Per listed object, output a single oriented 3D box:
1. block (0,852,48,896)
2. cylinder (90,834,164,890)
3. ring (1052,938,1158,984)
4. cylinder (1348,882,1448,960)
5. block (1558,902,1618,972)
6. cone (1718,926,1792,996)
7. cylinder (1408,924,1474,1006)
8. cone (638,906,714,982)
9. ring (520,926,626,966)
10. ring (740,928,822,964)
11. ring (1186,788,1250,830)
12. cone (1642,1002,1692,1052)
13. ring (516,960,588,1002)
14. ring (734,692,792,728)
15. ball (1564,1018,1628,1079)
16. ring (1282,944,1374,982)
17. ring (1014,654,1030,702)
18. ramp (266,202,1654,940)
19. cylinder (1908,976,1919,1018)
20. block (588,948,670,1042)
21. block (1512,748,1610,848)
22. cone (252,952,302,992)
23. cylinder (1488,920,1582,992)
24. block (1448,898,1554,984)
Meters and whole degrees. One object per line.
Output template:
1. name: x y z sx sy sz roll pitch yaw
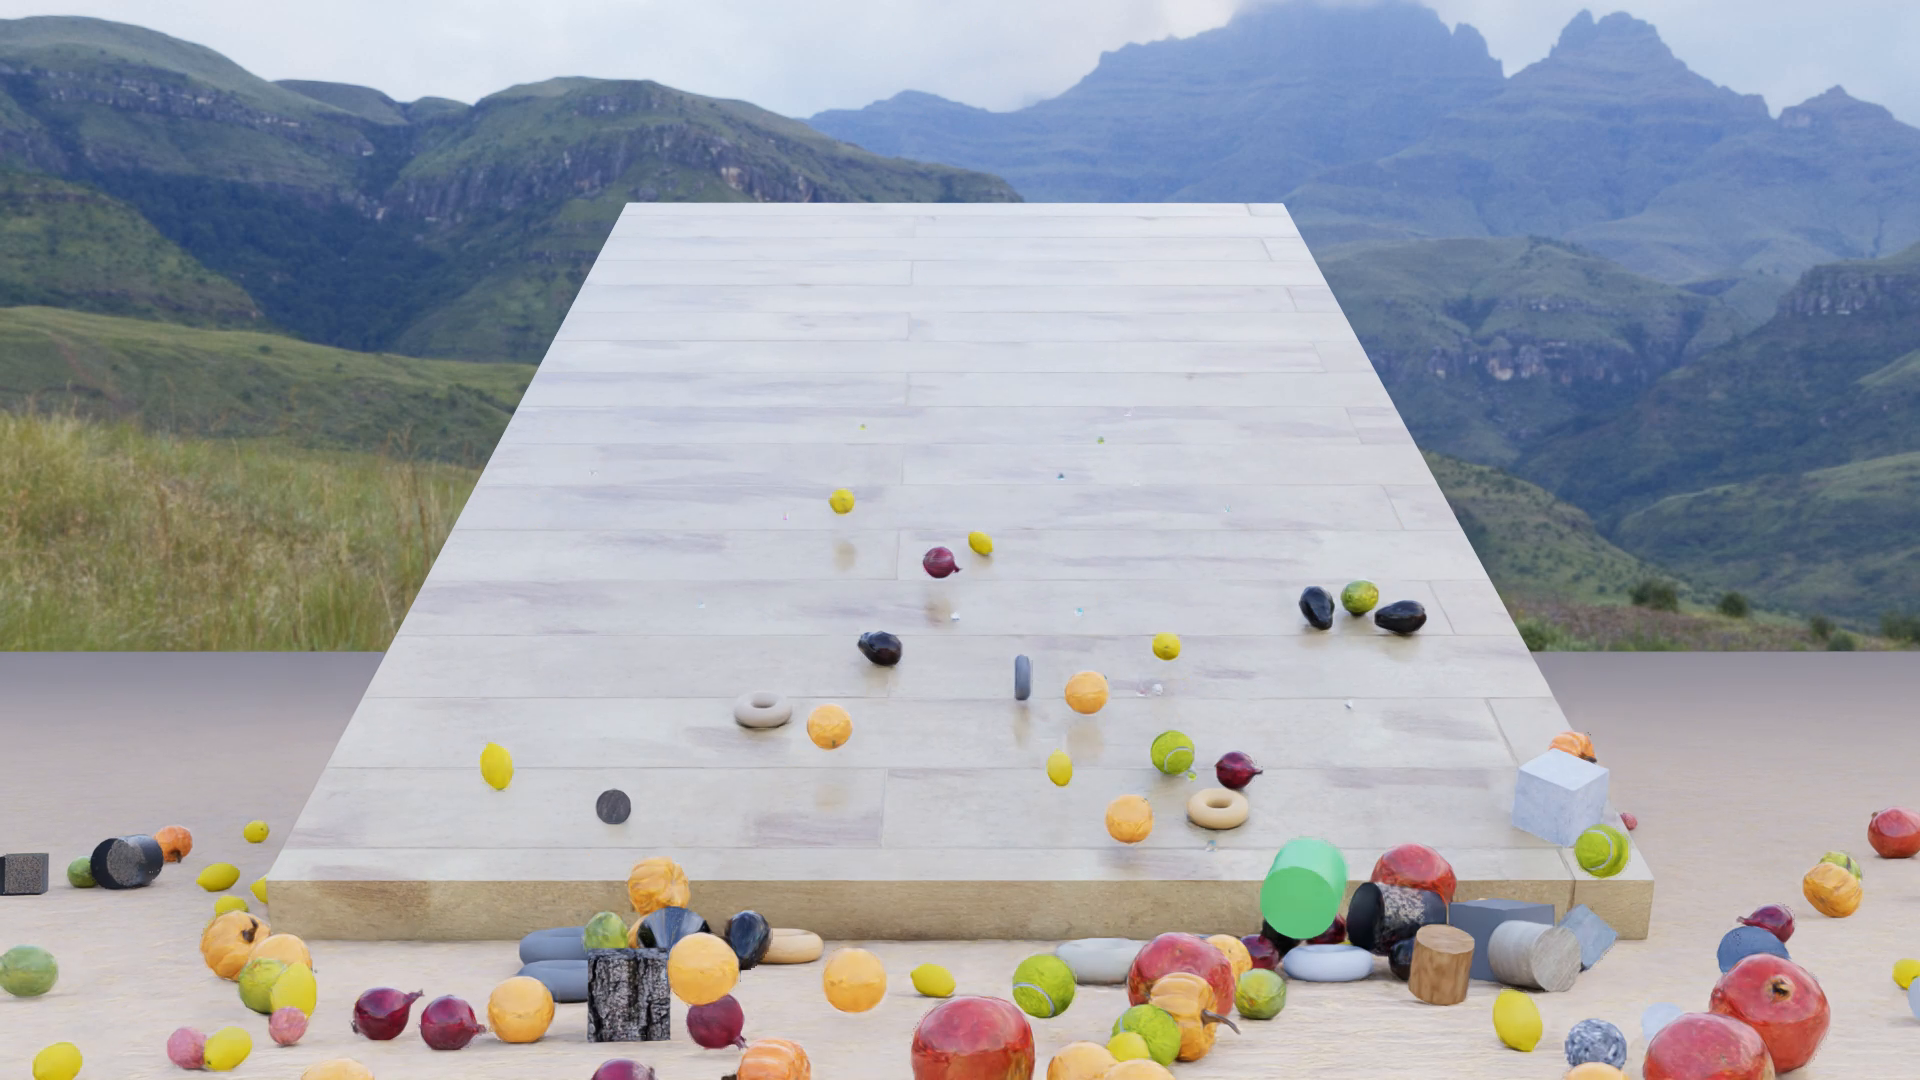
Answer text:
1. block: -1.618 0.578 3.978 0.066 0.066 0.066 0 -3 -10
2. cylinder: -1.477 0.571 4.080 0.090 0.090 0.090 0 -3 9
3. ring: 0.186 0.542 2.960 0.136 0.045 0.136 -1 -1 0
4. cylinder: 0.572 0.500 3.011 0.094 0.094 0.094 11 -6 -20
5. block: 0.809 0.518 2.996 0.060 0.060 0.060 42 -10 11
6. cone: 0.980 0.541 2.877 0.089 0.089 0.089 0 -29 1
7. cylinder: 0.578 0.510 2.761 0.070 0.070 0.070 4 19 -1
8. cone: -0.372 0.542 2.964 0.099 0.099 0.099 0 25 -1
9. ring: -0.518 0.546 3.072 0.141 0.047 0.141 -1 -2 0
10. ring: -0.243 0.554 3.137 0.114 0.038 0.114 1 -2 0
11. ring: 0.389 0.406 3.475 0.095 0.032 0.095 -1 23 1
12. cone: 0.747 0.529 2.461 0.054 0.054 0.054 0 -29 -4
13. ring: -0.481 0.538 2.807 0.120 0.040 0.120 1 -2 0
14. ring: -0.324 0.278 3.782 0.098 0.033 0.098 1 22 0
15. ball: 0.628 0.503 2.273 0.060 0.060 0.060 0 -3 0
16. ring: 0.475 0.546 2.966 0.116 0.039 0.116 -1 -3 0
17. ring: 0.103 0.229 3.823 0.026 0.078 0.078 -1 -3 0
18. ramp: -0.007 -0.222 5.180 2.000 0.100 4.000 0 22 0
19. cylinder: 1.118 0.519 2.613 0.057 0.057 0.057 3 -4 -40
20. block: -0.365 0.500 2.535 0.089 0.089 0.089 0 -3 -9
21. block: 0.898 0.385 3.442 0.096 0.096 0.096 -20 29 -39
22. cone: -0.844 0.548 2.863 0.055 0.055 0.055 29 -12 -17
23. cylinder: 0.719 0.520 2.880 0.081 0.081 0.081 1 -3 -28
24. block: 0.701 0.518 2.977 0.094 0.094 0.094 2 -3 -35
